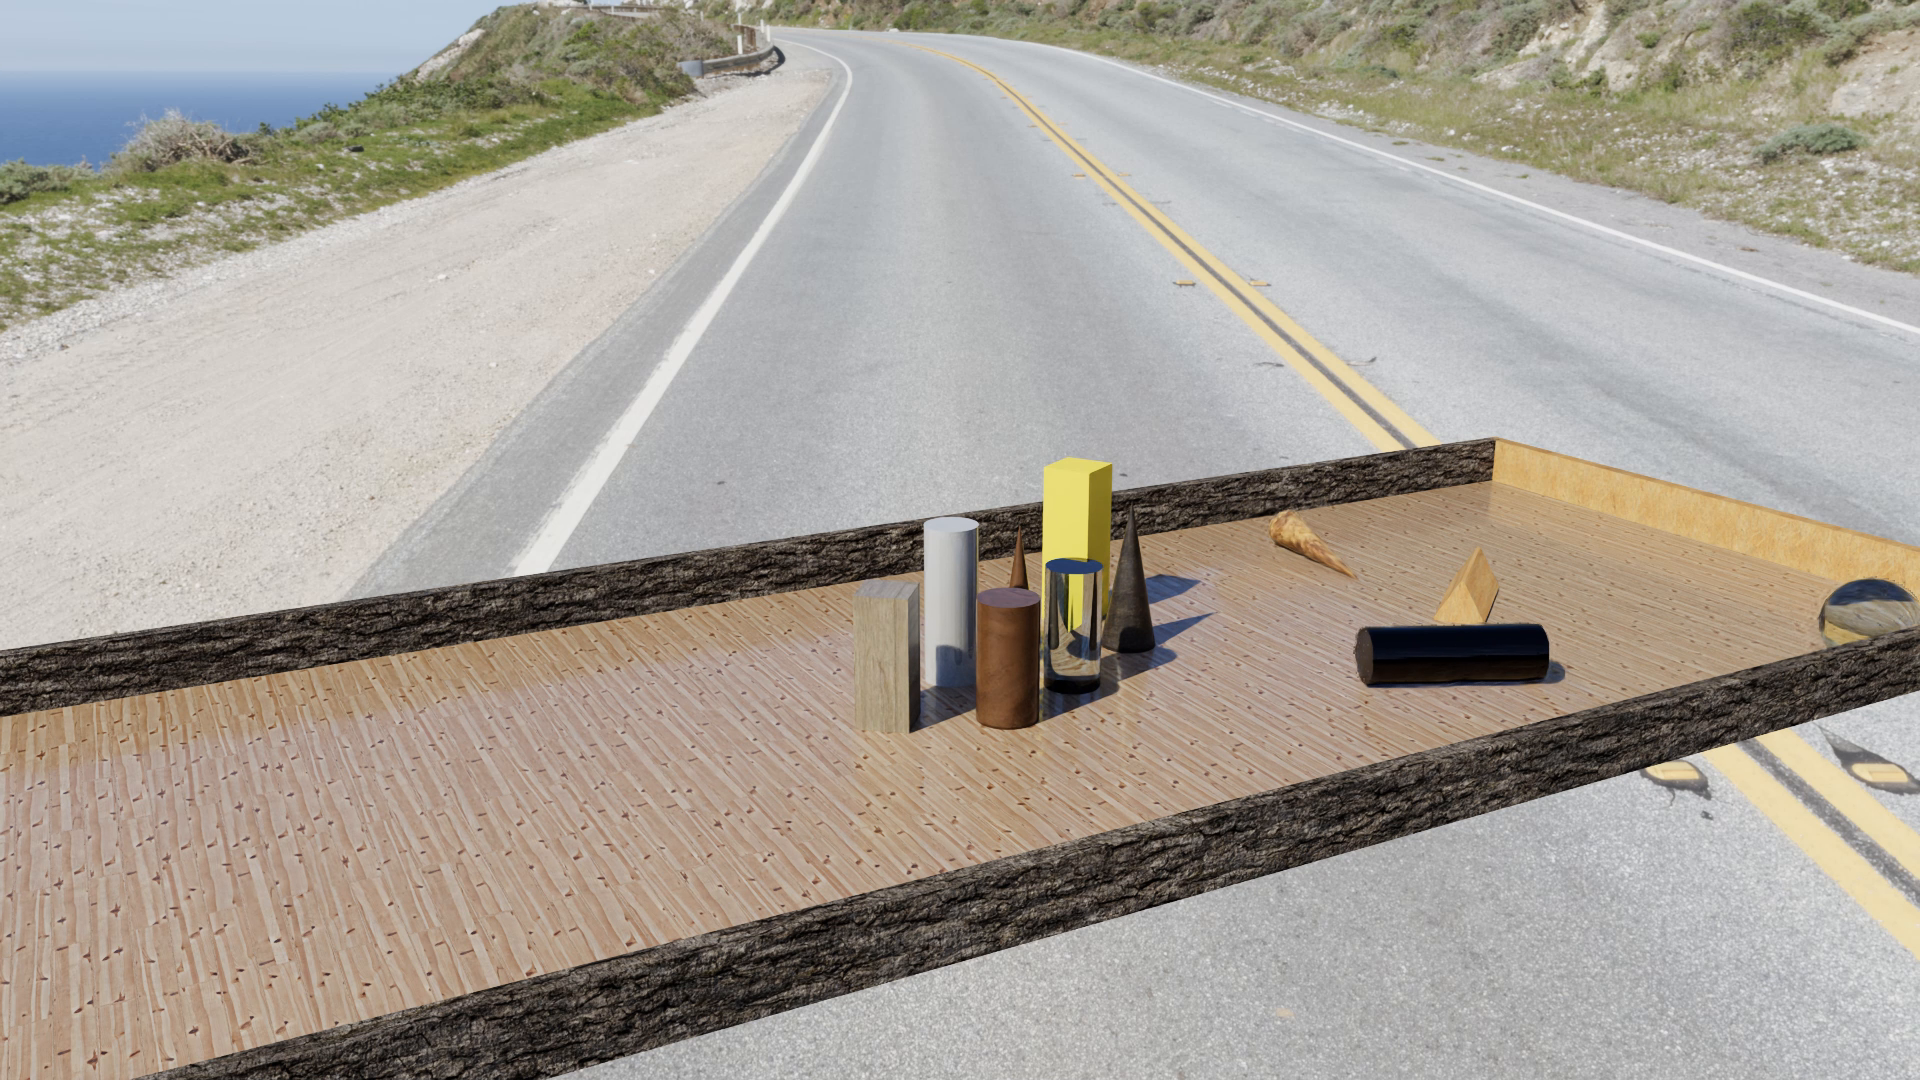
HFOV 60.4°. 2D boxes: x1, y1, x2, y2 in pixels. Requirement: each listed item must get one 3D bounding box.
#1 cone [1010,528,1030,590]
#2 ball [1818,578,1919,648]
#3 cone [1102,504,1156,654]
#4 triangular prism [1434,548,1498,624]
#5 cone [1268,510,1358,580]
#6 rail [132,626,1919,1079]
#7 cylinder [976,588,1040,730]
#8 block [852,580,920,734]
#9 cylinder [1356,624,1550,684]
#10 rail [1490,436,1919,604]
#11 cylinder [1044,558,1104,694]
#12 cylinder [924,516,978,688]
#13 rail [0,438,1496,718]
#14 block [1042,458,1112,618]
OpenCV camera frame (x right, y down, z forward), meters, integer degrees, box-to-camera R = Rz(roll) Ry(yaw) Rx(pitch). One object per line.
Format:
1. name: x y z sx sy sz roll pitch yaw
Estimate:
1. cone: 0.157 0.117 4.359 0.101 0.338 0.101 0 16 0
2. ball: 2.323 0.215 4.207 0.235 0.235 0.235 0 16 0
3. cone: 0.449 0.086 4.354 0.147 0.399 0.147 0 16 0
4. triangular prism: 1.455 0.124 4.716 0.135 0.117 0.367 7 18 23
5. cone: 1.119 0.041 5.111 0.117 0.117 0.428 -6 25 -21
6. rail: -2.336 1.006 1.665 12.000 0.150 0.050 -9 18 -27
7. cylinder: 0.112 0.278 3.877 0.151 0.301 0.151 0 16 0
8. block: -0.169 0.271 3.852 0.129 0.328 0.129 3 17 10
9. cylinder: 1.231 0.285 4.130 0.444 0.143 0.143 -1 16 -4
10. rail: 2.466 -0.048 5.253 0.050 0.150 2.100 -9 18 -27
11. cylinder: 0.280 0.212 4.085 0.143 0.310 0.143 0 16 0
12. cylinder: -0.022 0.155 4.113 0.136 0.403 0.136 0 16 0
13. rail: -3.305 0.497 3.399 12.000 0.150 0.050 -9 18 -27
14. block: 0.324 0.004 4.572 0.138 0.434 0.138 10 19 30
